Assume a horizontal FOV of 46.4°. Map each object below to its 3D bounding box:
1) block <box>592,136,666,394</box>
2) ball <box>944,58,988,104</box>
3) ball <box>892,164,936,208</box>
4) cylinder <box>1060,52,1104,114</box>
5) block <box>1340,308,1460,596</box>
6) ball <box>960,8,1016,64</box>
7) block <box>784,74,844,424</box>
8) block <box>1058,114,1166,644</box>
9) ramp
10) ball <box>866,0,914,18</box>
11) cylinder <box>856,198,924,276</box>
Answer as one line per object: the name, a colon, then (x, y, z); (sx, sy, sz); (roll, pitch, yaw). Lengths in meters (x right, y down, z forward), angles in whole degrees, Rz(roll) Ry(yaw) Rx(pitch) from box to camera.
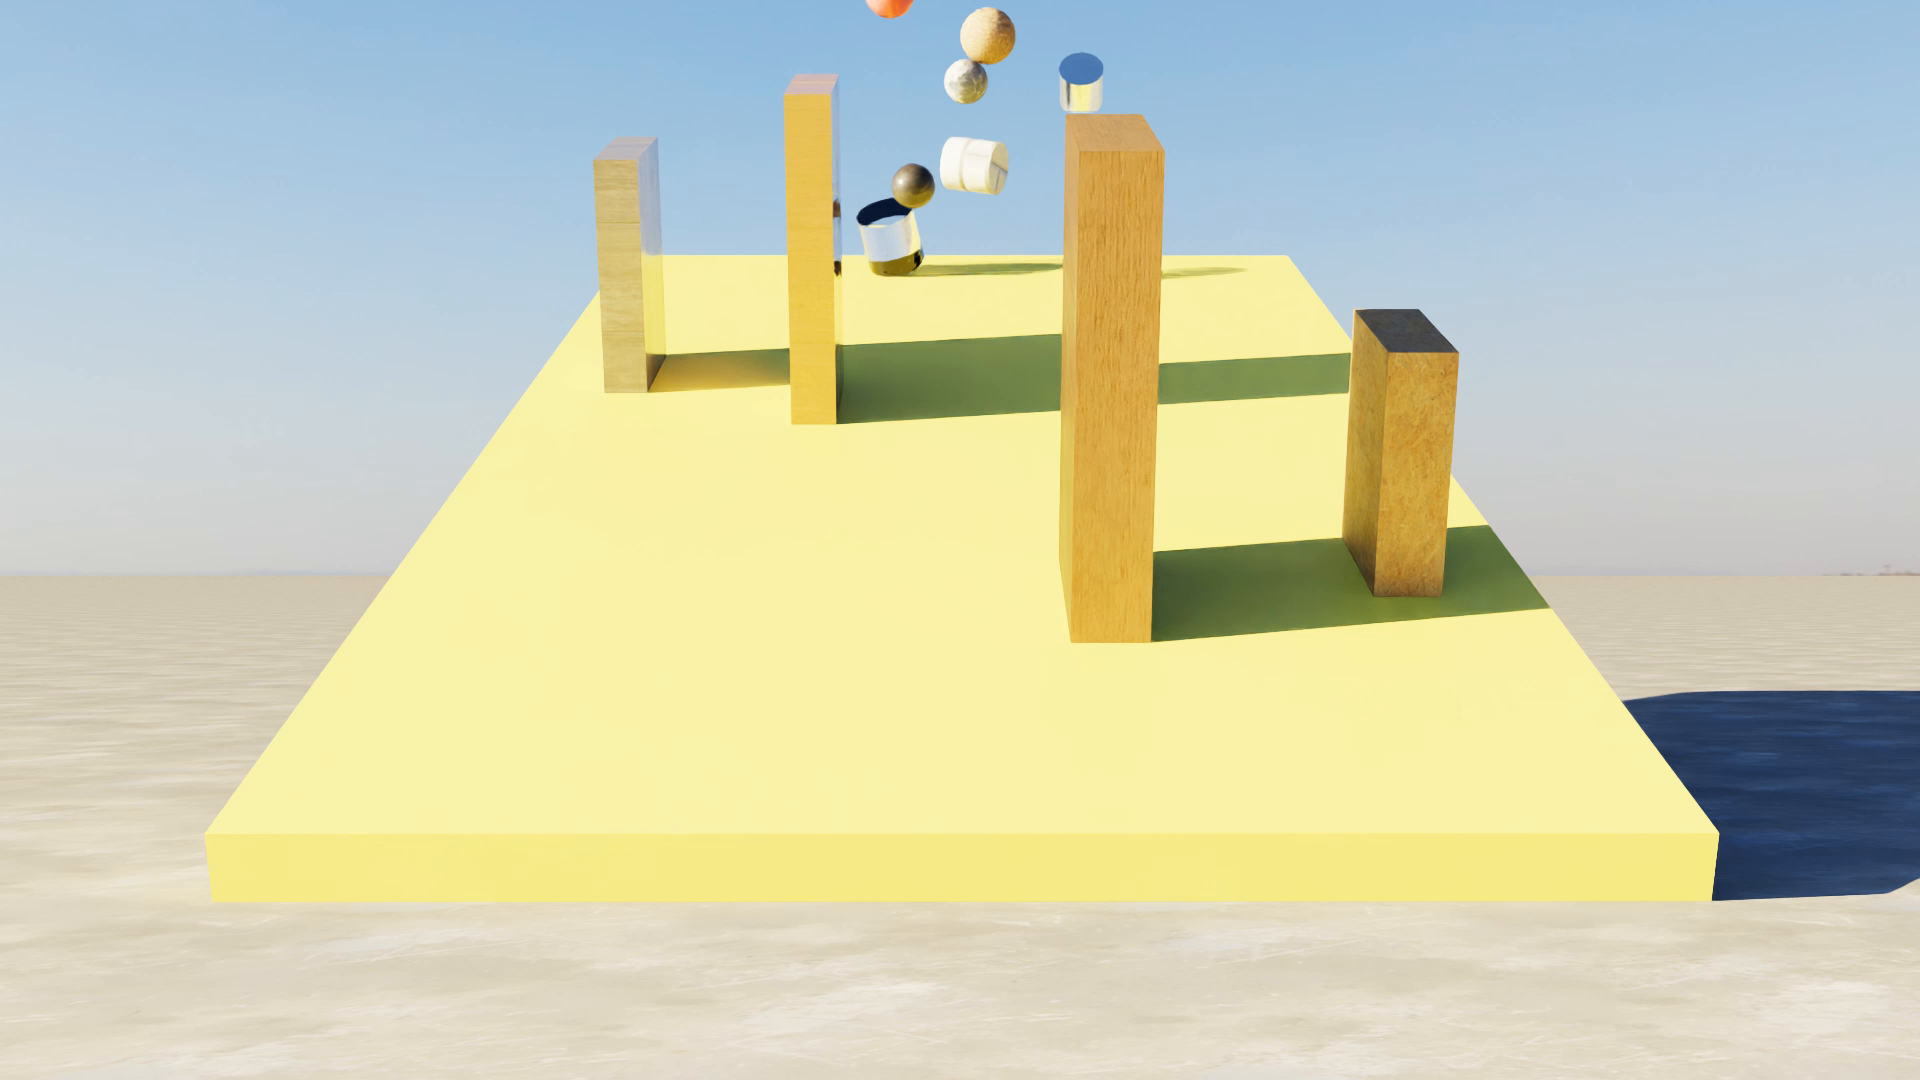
block: (-0.771, -0.651, 5.258); (0.099, 0.537, 0.366); (0, 18, 0)
ball: (0.017, -1.319, 6.439); (0.126, 0.126, 0.126); (0, -1, 0)
ball: (-0.129, -0.981, 6.205); (0.123, 0.123, 0.123); (0, -1, 0)
cylinder: (0.355, -1.332, 6.545); (0.129, 0.129, 0.129); (0, -31, 3)
block: (0.768, -0.159, 3.938); (0.117, 0.429, 0.340); (0, 18, 0)
ball: (0.081, -1.446, 6.428); (0.159, 0.159, 0.159); (0, -1, 0)
block: (-0.321, -0.650, 4.971); (0.098, 0.715, 0.371); (0, 18, 0)
block: (0.244, -0.277, 3.710); (0.130, 0.794, 0.429); (0, 18, 0)
ramp: (-0.004, -0.188, 4.872); (2.000, 0.100, 4.000); (0, 18, 0)
ball: (-0.202, -1.580, 6.467); (0.144, 0.144, 0.144); (0, -1, 0)
cylinder: (-0.200, -0.873, 6.459); (0.164, 0.164, 0.164); (-9, 36, 7)
